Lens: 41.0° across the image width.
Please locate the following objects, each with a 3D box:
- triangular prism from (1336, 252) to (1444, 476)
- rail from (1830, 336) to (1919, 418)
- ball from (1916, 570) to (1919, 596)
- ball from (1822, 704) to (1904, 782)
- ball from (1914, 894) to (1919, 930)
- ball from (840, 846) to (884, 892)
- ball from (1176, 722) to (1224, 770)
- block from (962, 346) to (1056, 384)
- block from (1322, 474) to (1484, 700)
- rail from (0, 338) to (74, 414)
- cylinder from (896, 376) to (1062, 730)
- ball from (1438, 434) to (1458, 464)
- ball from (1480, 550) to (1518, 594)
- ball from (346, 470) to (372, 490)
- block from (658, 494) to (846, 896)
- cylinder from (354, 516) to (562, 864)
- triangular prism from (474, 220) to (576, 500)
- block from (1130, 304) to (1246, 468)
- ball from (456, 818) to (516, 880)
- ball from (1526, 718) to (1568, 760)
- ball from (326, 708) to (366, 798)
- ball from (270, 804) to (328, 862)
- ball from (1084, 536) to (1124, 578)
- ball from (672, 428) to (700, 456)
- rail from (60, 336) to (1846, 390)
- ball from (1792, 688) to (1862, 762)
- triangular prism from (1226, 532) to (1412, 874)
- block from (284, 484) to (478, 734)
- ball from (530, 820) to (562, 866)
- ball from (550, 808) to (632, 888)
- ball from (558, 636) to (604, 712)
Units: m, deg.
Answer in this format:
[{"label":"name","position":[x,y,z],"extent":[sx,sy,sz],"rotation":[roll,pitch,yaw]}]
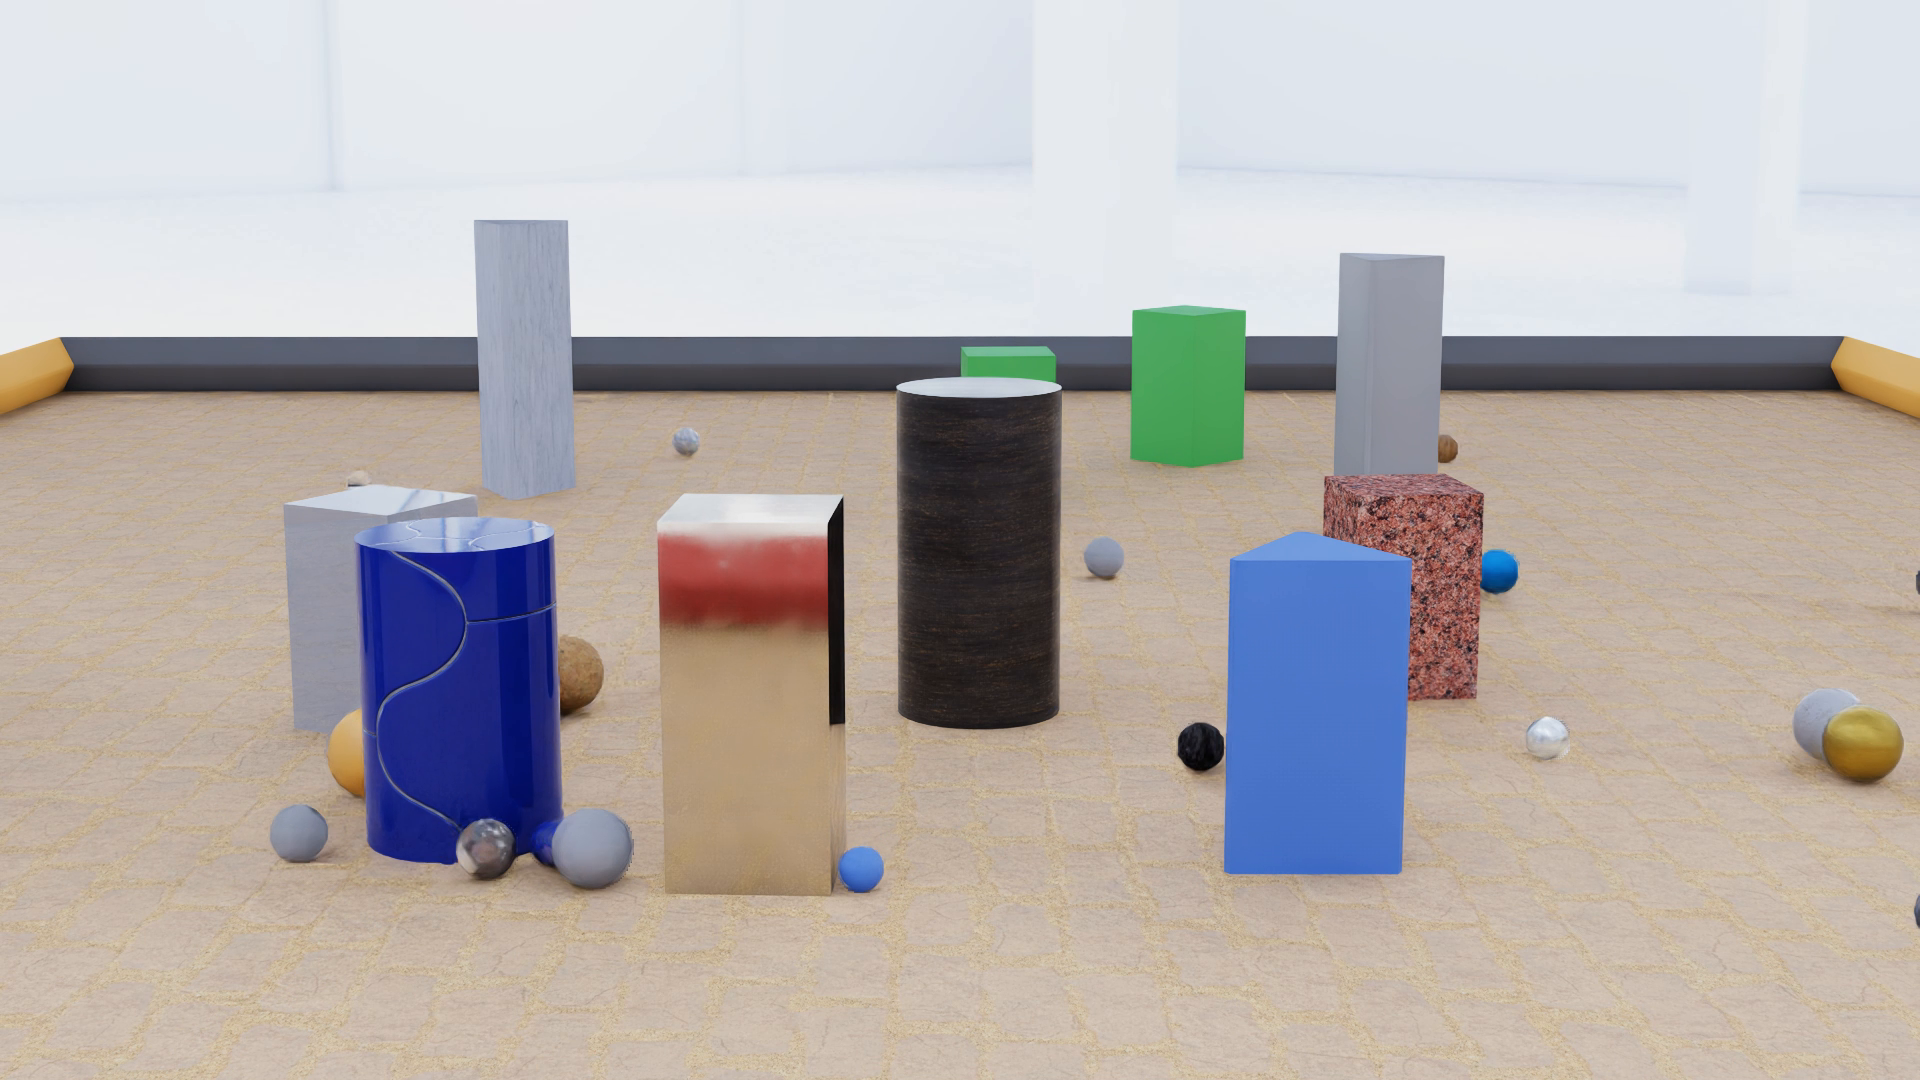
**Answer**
[{"label":"triangular prism","position":[0.633,-0.221,3.951],"extent":[0.159,0.433,0.138],"rotation":[-8,13,-38]},{"label":"rail","position":[1.965,0.029,3.461],"extent":[0.045,0.119,4.617],"rotation":[0,11,0]},{"label":"ball","position":[1.316,0.057,3.416],"extent":[0.082,0.082,0.082],"rotation":[0,11,0]},{"label":"ball","position":[0.922,0.208,2.619],"extent":[0.079,0.079,0.079],"rotation":[0,11,0]},{"label":"ball","position":[0.823,0.310,2.128],"extent":[0.059,0.059,0.059],"rotation":[0,11,0]},{"label":"ball","position":[-0.087,0.291,2.278],"extent":[0.040,0.040,0.040],"rotation":[0,11,0]},{"label":"ball","position":[0.250,0.215,2.663],"extent":[0.050,0.050,0.050],"rotation":[0,11,0]},{"label":"block","position":[0.081,-0.199,4.346],"extent":[0.147,0.243,0.147],"rotation":[-1,11,-4]},{"label":"block","position":[0.515,0.053,3.006],"extent":[0.147,0.240,0.147],"rotation":[-1,11,-7]},{"label":"rail","position":[-1.965,0.033,3.439],"extent":[0.045,0.119,4.617],"rotation":[0,11,0]},{"label":"cylinder","position":[0.021,0.011,2.884],"extent":[0.184,0.368,0.184],"rotation":[0,11,0]},{"label":"ball","position":[0.884,-0.167,4.691],"extent":[0.053,0.053,0.053],"rotation":[0,11,0]},{"label":"ball","position":[0.741,0.044,3.544],"extent":[0.061,0.061,0.061],"rotation":[0,11,0]},{"label":"ball","position":[-1.019,-0.097,4.346],"extent":[0.043,0.043,0.043],"rotation":[0,11,0]},{"label":"block","position":[-0.184,0.136,2.309],"extent":[0.147,0.334,0.147],"rotation":[1,11,3]},{"label":"cylinder","position":[-0.471,0.137,2.419],"extent":[0.184,0.291,0.184],"rotation":[0,11,0]},{"label":"triangular prism","position":[-0.766,-0.312,4.362],"extent":[0.138,0.459,0.159],"rotation":[7,13,32]},{"label":"block","position":[0.420,-0.285,4.720],"extent":[0.147,0.275,0.147],"rotation":[-10,15,-44]},{"label":"ball","position":[-0.427,0.278,2.311],"extent":[0.054,0.054,0.054],"rotation":[0,11,0]},{"label":"ball","position":[0.619,0.209,2.704],"extent":[0.045,0.045,0.045],"rotation":[0,11,0]},{"label":"ball","position":[-0.585,0.212,2.562],"extent":[0.092,0.092,0.092],"rotation":[0,11,0]},{"label":"ball","position":[-0.608,0.270,2.360],"extent":[0.053,0.053,0.053],"rotation":[0,11,0]},{"label":"ball","position":[0.205,0.025,3.656],"extent":[0.058,0.058,0.058],"rotation":[0,11,0]},{"label":"ball","position":[-0.510,-0.183,4.783],"extent":[0.051,0.051,0.051],"rotation":[0,11,0]},{"label":"rail","position":[-0.013,-0.390,5.696],"extent":[3.978,0.119,0.045],"rotation":[0,11,0]},{"label":"ball","position":[0.915,0.194,2.696],"extent":[0.078,0.078,0.078],"rotation":[0,11,0]},{"label":"triangular prism","position":[0.321,0.147,2.370],"extent":[0.159,0.290,0.138],"rotation":[0,11,0]},{"label":"block","position":[-0.635,0.079,2.838],"extent":[0.147,0.251,0.147],"rotation":[6,12,29]},{"label":"ball","position":[-0.371,0.277,2.347],"extent":[0.043,0.043,0.043],"rotation":[0,11,0]},{"label":"ball","position":[-0.328,0.274,2.286],"extent":[0.071,0.071,0.071],"rotation":[0,11,0]},{"label":"ball","position":[-0.446,0.151,2.901],"extent":[0.086,0.086,0.086],"rotation":[0,11,0]}]
